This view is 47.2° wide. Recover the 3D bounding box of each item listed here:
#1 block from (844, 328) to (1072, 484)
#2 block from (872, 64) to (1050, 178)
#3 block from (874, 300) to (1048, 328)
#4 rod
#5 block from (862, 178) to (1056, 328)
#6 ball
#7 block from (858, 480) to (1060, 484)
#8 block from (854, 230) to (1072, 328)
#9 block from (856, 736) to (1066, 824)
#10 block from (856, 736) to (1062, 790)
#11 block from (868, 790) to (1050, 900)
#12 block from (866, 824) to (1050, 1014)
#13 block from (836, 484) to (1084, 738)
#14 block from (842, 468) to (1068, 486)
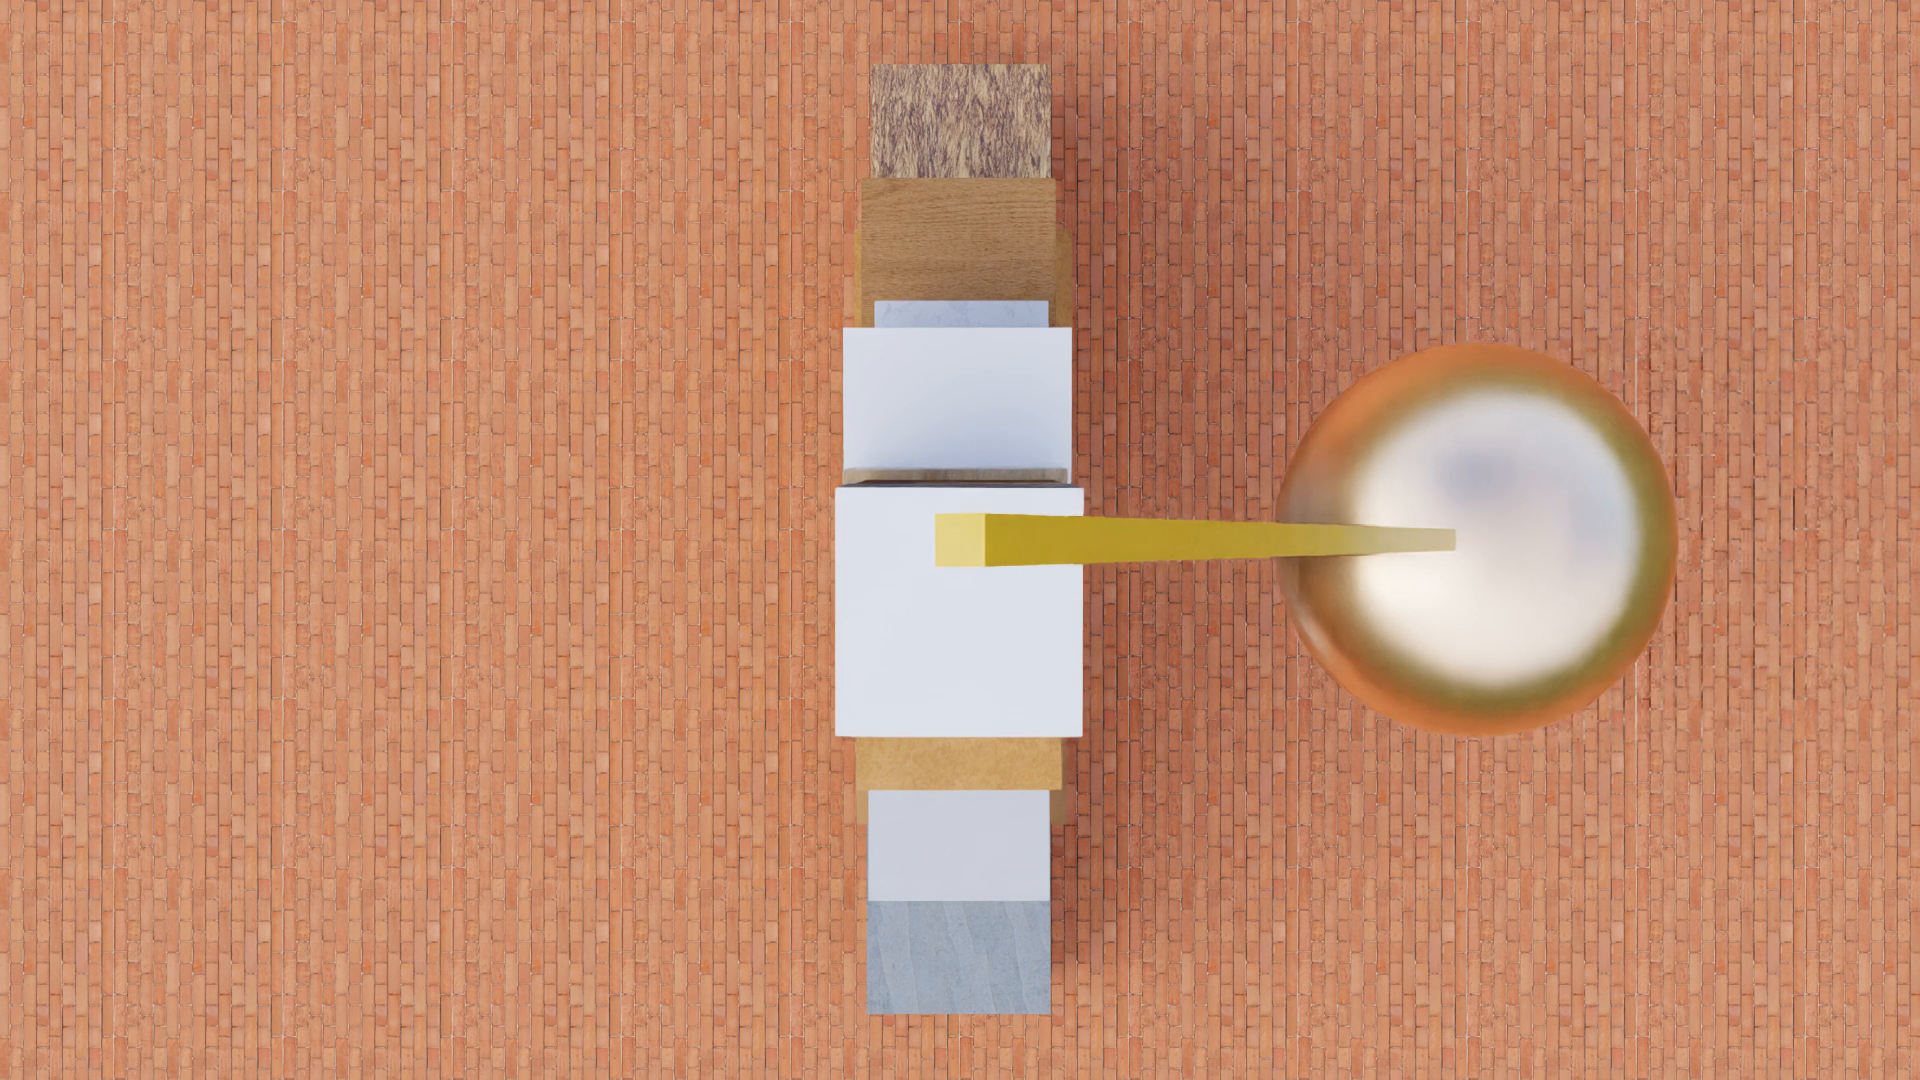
[{"bbox_3d":[-0.010,-0.449,9.629,0.949,0.940,0.916,0,93,0],"label":"block"},{"bbox_3d":[0.005,-2.147,12.530,0.983,0.940,0.925,0,90,0],"label":"block"},{"bbox_3d":[0.007,-0.732,10.536,0.795,0.899,0.770,0,93,0],"label":"block"},{"bbox_3d":[0.899,0.000,5.718,0.080,5.200,0.080,0,90,20],"label":"rod"},{"bbox_3d":[-0.007,-1.371,11.417,0.971,0.882,0.875,0,90,0],"label":"block"},{"bbox_3d":[2.074,0.000,8.909,1.600,1.600,1.600,0,90,0],"label":"ball"},{"bbox_3d":[-0.003,0.159,7.971,0.705,0.766,0.741,0,92,0],"label":"block"},{"bbox_3d":[0.017,-1.107,12.429,1.174,1.142,1.138,0,90,0],"label":"block"},{"bbox_3d":[0.008,1.021,12.441,1.131,1.119,1.029,0,90,0],"label":"block"},{"bbox_3d":[-0.004,0.538,9.671,0.860,0.937,1.017,0,90,0],"label":"block"},{"bbox_3d":[-0.005,1.352,11.452,0.905,0.859,0.913,0,90,0],"label":"block"},{"bbox_3d":[-0.008,2.078,12.554,1.011,0.892,1.065,0,90,0],"label":"block"},{"bbox_3d":[-0.002,0.211,7.218,0.771,0.742,0.777,0,92,0],"label":"block"},{"bbox_3d":[-0.017,0.117,8.768,0.855,0.831,0.805,0,92,0],"label":"block"}]
